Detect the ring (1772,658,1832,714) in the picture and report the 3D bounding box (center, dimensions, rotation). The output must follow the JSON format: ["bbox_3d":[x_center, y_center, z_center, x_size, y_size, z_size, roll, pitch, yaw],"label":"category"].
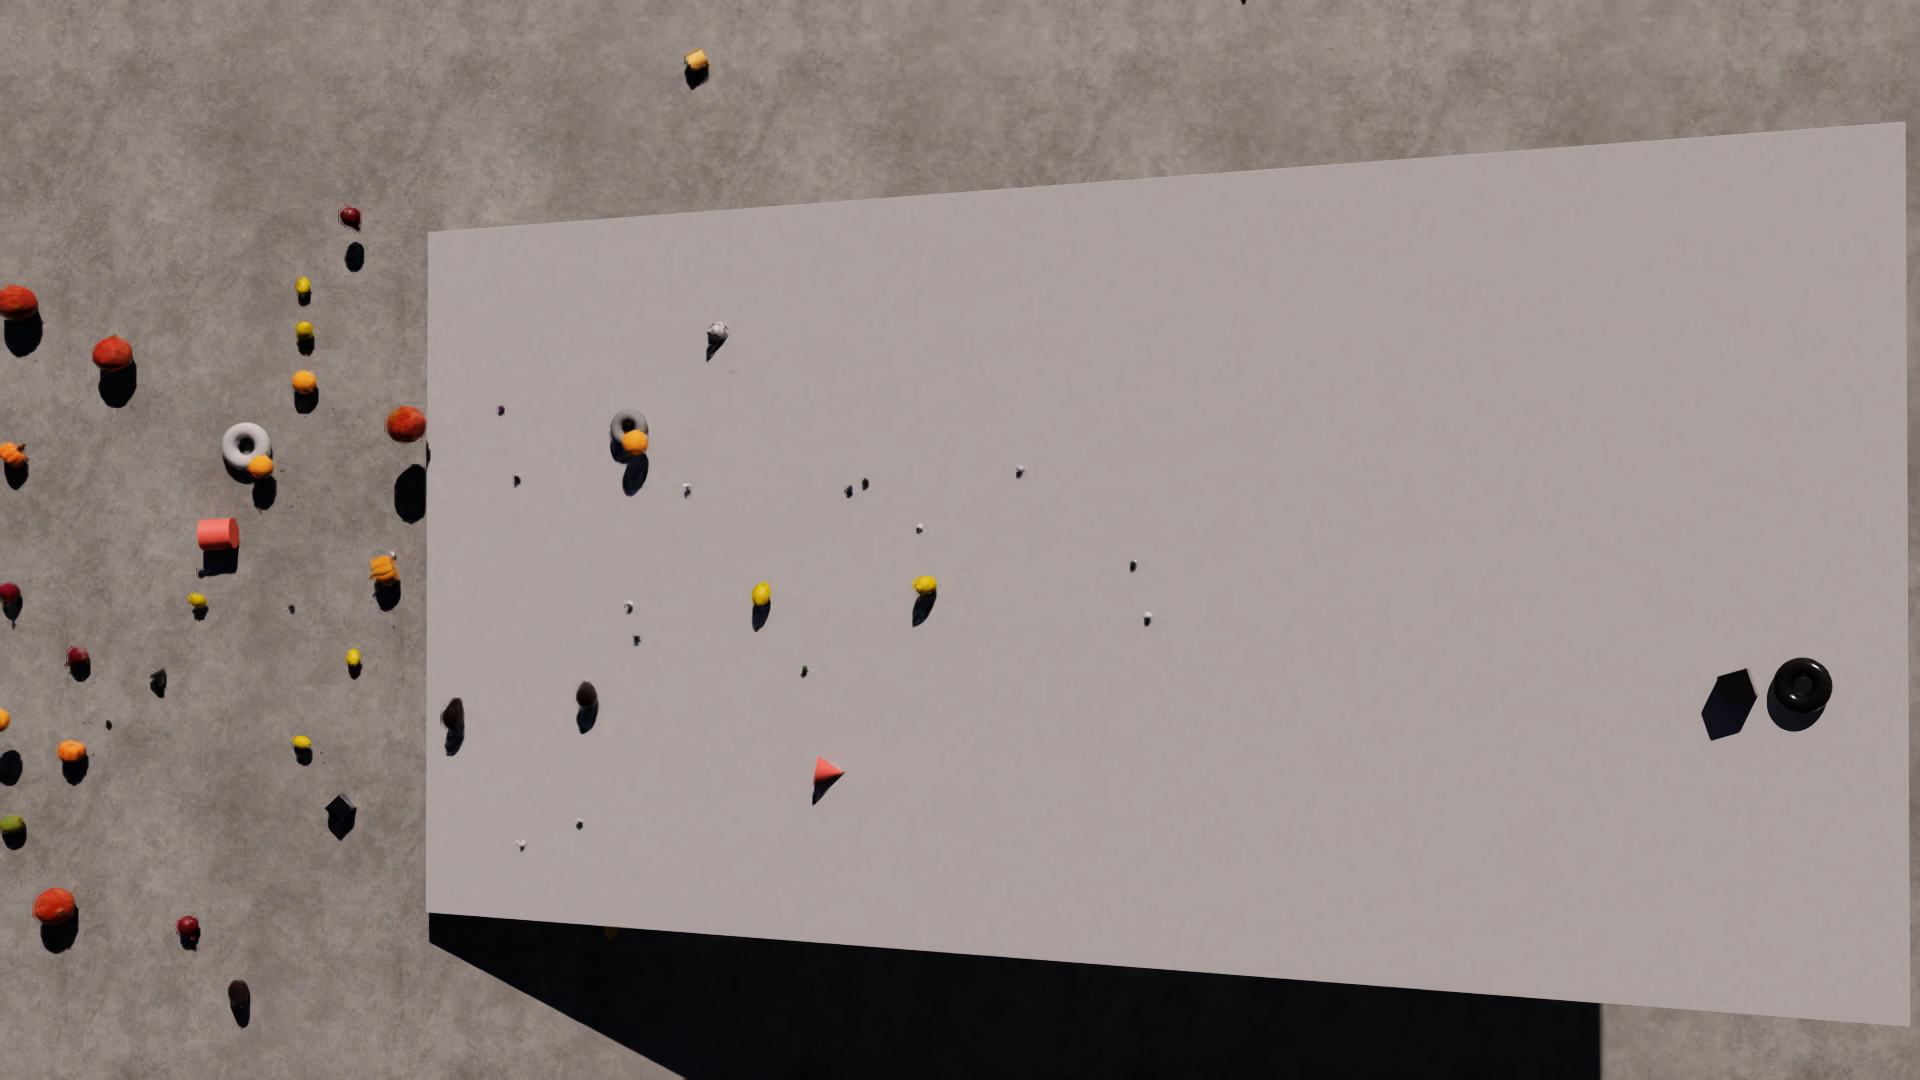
[{"bbox_3d":[1.887,0.326,4.923,0.126,0.042,0.126,-2,86,27],"label":"ring"}]

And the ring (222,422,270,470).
[{"bbox_3d":[-2.123,-0.278,6.538,0.145,0.048,0.145,0,92,-3],"label":"ring"}]

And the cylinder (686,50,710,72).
[{"bbox_3d":[-0.782,-1.426,6.549,0.052,0.052,0.052,-29,89,-2],"label":"cylinder"}]

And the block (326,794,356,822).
[{"bbox_3d":[-1.837,0.794,6.522,0.056,0.056,0.056,-43,90,0],"label":"block"}]

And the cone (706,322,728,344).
[{"bbox_3d":[-0.681,-0.571,6.051,0.063,0.063,0.063,0,89,24],"label":"cone"}]

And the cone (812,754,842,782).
[{"bbox_3d":[-0.350,0.622,5.907,0.077,0.077,0.077,11,89,3],"label":"cone"}]

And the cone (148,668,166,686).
[{"bbox_3d":[-2.377,0.399,6.541,0.054,0.054,0.054,33,66,0],"label":"cone"}]

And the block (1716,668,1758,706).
[{"bbox_3d":[1.756,0.330,4.967,0.066,0.066,0.066,-20,81,22],"label":"block"}]

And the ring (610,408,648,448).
[{"bbox_3d":[-0.928,-0.314,6.165,0.109,0.036,0.109,0,89,9],"label":"ring"}]

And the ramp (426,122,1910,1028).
[{"bbox_3d":[0.283,0.084,5.708,4.000,0.100,2.000,0,89,24],"label":"ramp"}]
